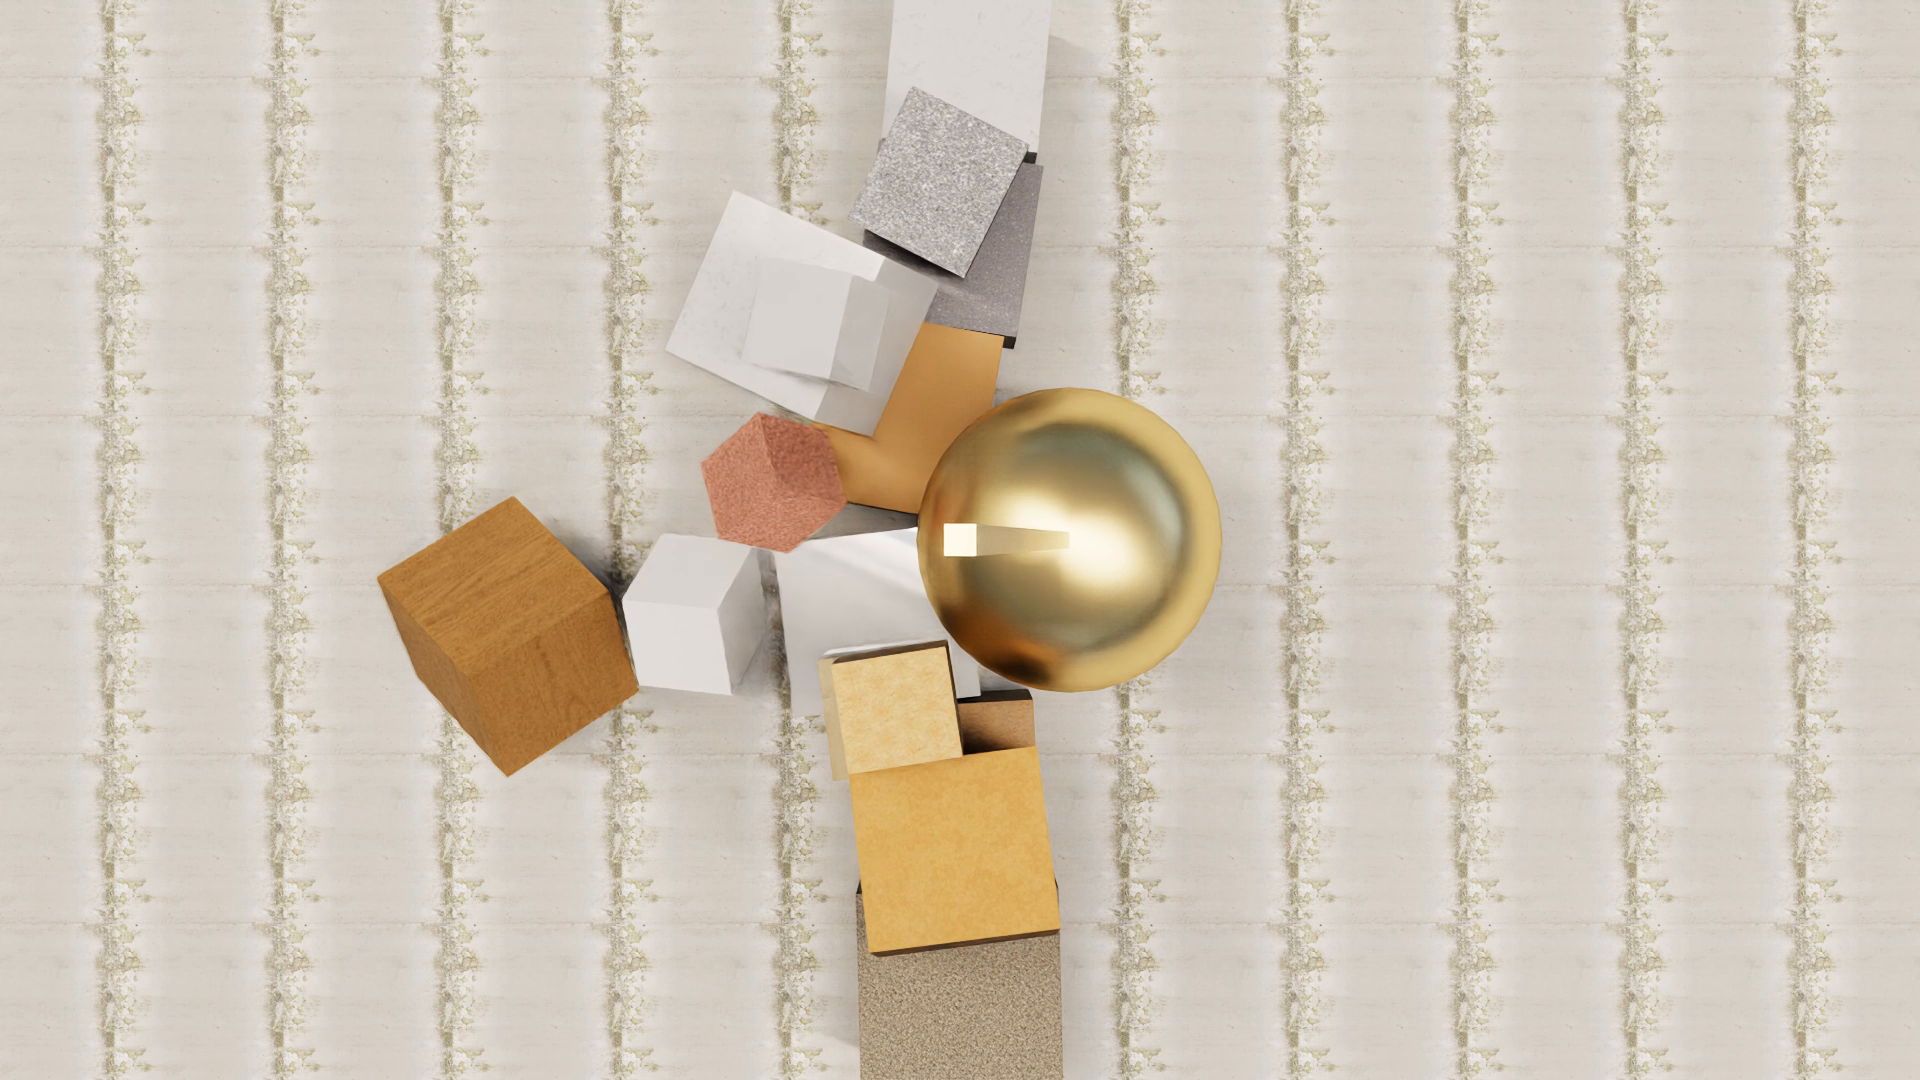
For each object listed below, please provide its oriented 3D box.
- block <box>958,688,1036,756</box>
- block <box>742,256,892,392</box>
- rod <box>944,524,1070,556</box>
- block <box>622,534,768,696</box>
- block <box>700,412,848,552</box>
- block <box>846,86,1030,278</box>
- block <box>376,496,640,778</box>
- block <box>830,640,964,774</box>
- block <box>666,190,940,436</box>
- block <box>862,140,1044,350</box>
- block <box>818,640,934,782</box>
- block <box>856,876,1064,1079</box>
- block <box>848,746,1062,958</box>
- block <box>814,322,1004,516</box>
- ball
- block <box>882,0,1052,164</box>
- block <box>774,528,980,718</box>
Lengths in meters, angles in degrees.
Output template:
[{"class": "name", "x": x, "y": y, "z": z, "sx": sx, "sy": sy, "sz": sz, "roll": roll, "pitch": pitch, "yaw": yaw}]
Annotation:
[{"class": "block", "x": -0.067, "y": 1.403, "z": 12.557, "sx": 1.000, "sy": 0.886, "sz": 0.989, "roll": -3, "pitch": 90, "yaw": 0}, {"class": "block", "x": -0.713, "y": -1.074, "z": 10.988, "sx": 0.484, "sy": 0.502, "sz": 0.524, "roll": 13, "pitch": 91, "yaw": 20}, {"class": "rod", "x": 0.246, "y": 0.000, "z": 8.107, "sx": 0.080, "sy": 5.200, "sz": 0.080, "roll": 0, "pitch": 90, "yaw": 5}, {"class": "block", "x": -1.429, "y": 0.399, "z": 11.957, "sx": 0.538, "sy": 0.613, "sz": 0.582, "roll": 5, "pitch": 127, "yaw": 14}, {"class": "block", "x": -1.005, "y": -0.303, "z": 11.841, "sx": 0.511, "sy": 0.486, "sz": 0.486, "roll": -37, "pitch": 56, "yaw": 34}, {"class": "block", "x": -0.111, "y": -1.911, "z": 11.824, "sx": 0.688, "sy": 0.668, "sz": 0.771, "roll": 26, "pitch": 96, "yaw": -2}, {"class": "block", "x": -2.503, "y": 0.529, "z": 12.235, "sx": 0.884, "sy": 0.866, "sz": 0.985, "roll": -34, "pitch": 52, "yaw": -23}, {"class": "block", "x": -0.309, "y": 0.839, "z": 11.193, "sx": 0.572, "sy": 0.656, "sz": 0.550, "roll": -9, "pitch": 91, "yaw": 1}, {"class": "block", "x": -0.829, "y": -1.195, "z": 11.729, "sx": 0.944, "sy": 0.792, "sz": 0.911, "roll": 26, "pitch": 96, "yaw": 20}, {"class": "block", "x": -0.067, "y": -1.674, "z": 12.606, "sx": 0.927, "sy": 0.788, "sz": 0.964, "roll": 9, "pitch": 90, "yaw": 0}, {"class": "block", "x": -0.407, "y": 0.909, "z": 11.797, "sx": 0.606, "sy": 0.549, "sz": 0.642, "roll": -7, "pitch": 90, "yaw": 0}, {"class": "block", "x": -0.001, "y": 2.465, "z": 12.481, "sx": 1.105, "sy": 1.038, "sz": 1.105, "roll": -1, "pitch": 90, "yaw": 0}, {"class": "block", "x": -0.027, "y": 1.649, "z": 11.499, "sx": 0.961, "sy": 1.016, "sz": 0.915, "roll": -7, "pitch": 78, "yaw": -1}, {"class": "block", "x": -0.316, "y": -0.688, "z": 12.554, "sx": 0.953, "sy": 0.892, "sz": 1.047, "roll": 10, "pitch": 90, "yaw": 0}, {"class": "ball", "x": 0.568, "y": 0.000, "z": 11.492, "sx": 1.600, "sy": 1.600, "sz": 1.600, "roll": 0, "pitch": 90, "yaw": 0}, {"class": "block", "x": 0.039, "y": -2.612, "z": 12.564, "sx": 0.864, "sy": 0.872, "sz": 0.871, "roll": 5, "pitch": 90, "yaw": 0}, {"class": "block", "x": -0.454, "y": 0.440, "z": 12.536, "sx": 1.031, "sy": 0.928, "sz": 0.956, "roll": -7, "pitch": 90, "yaw": 0}]
